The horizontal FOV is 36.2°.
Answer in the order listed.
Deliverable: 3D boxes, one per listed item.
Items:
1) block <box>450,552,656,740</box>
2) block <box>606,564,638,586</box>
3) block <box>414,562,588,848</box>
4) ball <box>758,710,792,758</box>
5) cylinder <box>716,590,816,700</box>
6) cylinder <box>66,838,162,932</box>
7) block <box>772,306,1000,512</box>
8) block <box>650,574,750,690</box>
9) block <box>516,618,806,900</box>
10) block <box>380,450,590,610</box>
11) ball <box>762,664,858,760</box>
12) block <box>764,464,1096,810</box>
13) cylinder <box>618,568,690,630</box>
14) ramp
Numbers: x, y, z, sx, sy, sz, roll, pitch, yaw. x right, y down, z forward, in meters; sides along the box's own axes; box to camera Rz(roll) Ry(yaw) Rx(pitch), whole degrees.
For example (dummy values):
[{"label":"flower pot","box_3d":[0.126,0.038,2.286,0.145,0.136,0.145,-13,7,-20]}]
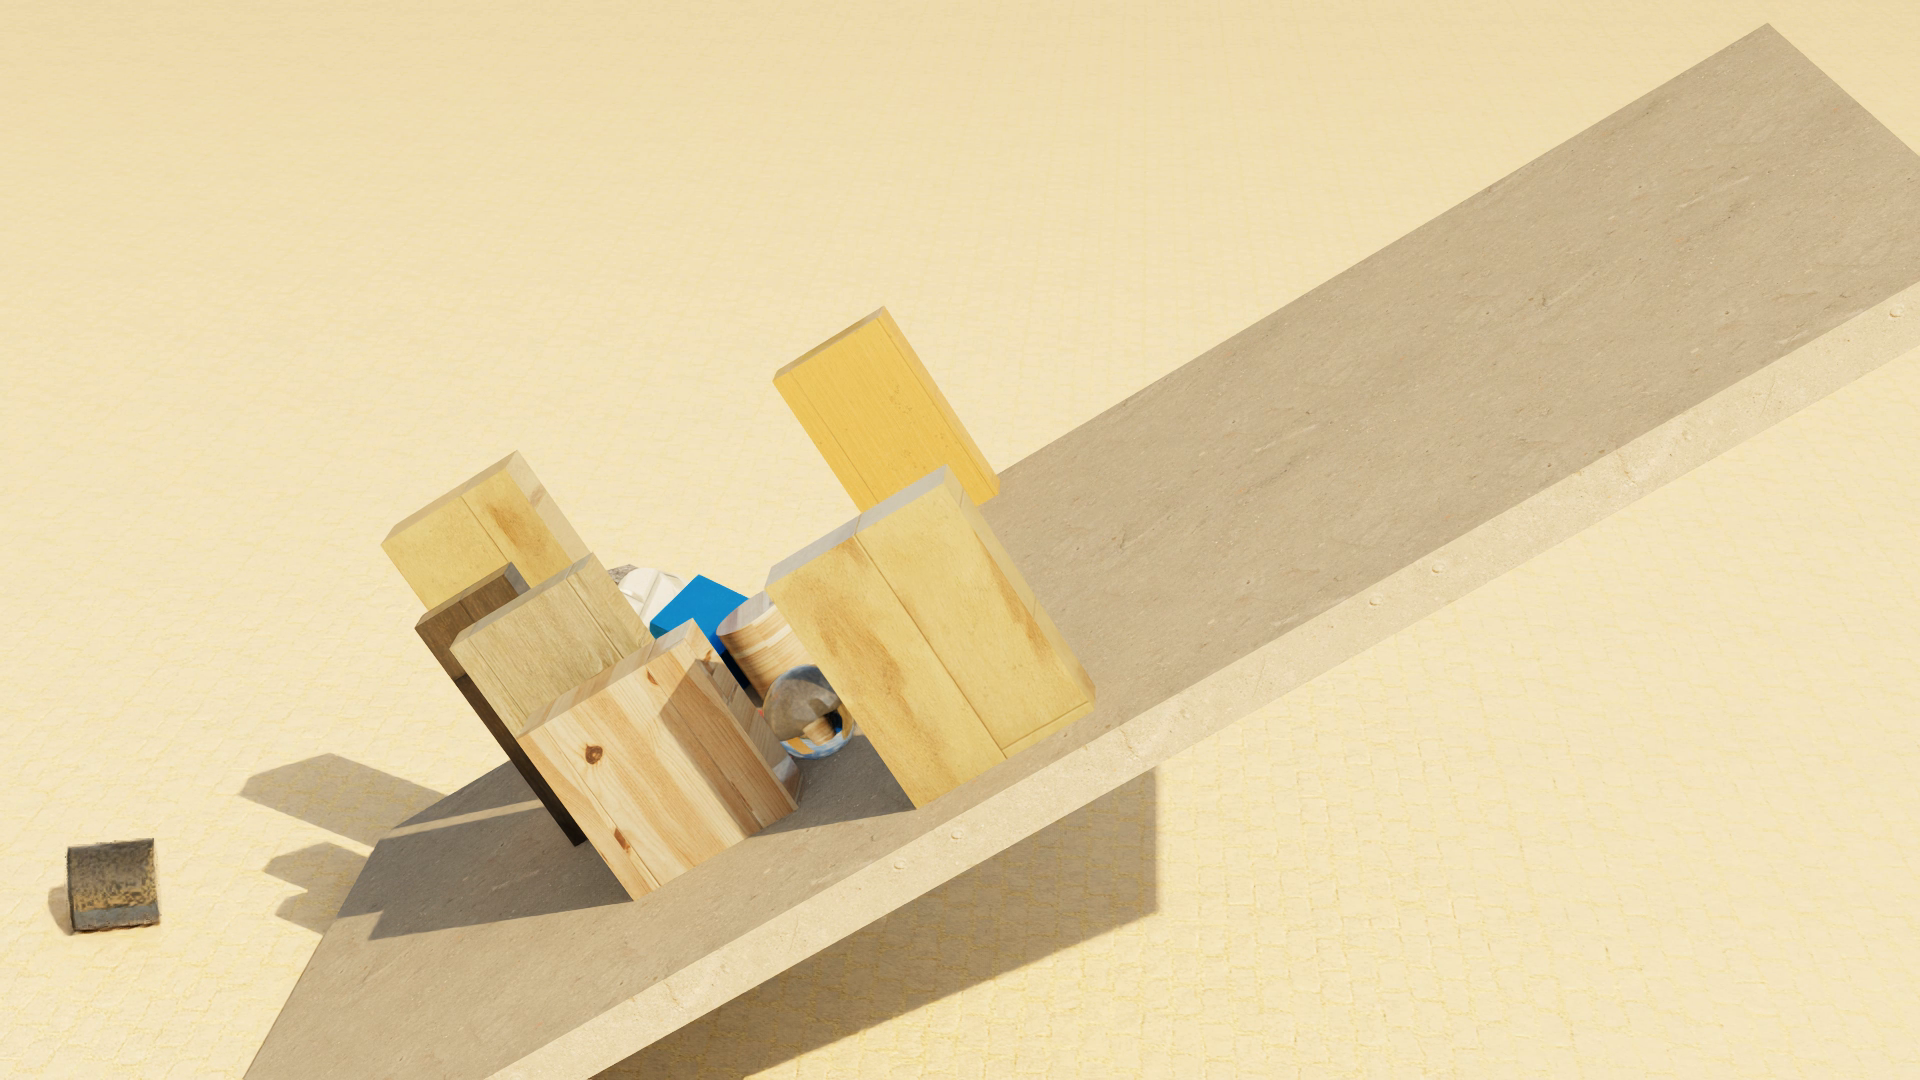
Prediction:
[{"label":"block","box_3d":[-0.748,0.366,6.174,0.346,0.601,0.094,-30,15,13]},{"label":"block","box_3d":[-1.069,0.167,9.404,0.127,0.127,0.127,-17,26,-38]},{"label":"block","box_3d":[-0.922,0.366,6.509,0.243,0.615,0.081,-30,15,13]},{"label":"ball","box_3d":[-0.419,0.429,6.178,0.144,0.144,0.144,0,20,0]},{"label":"cylinder","box_3d":[-0.418,0.236,6.676,0.197,0.197,0.197,-31,15,9]},{"label":"cylinder","box_3d":[-2.115,0.863,7.359,0.210,0.210,0.210,-5,20,-13]},{"label":"block","box_3d":[-0.175,-0.260,7.091,0.311,0.520,0.096,-30,15,13]},{"label":"block","box_3d":[-0.585,0.243,6.850,0.195,0.195,0.195,24,46,21]},{"label":"block","box_3d":[-0.603,0.447,5.971,0.407,0.418,0.136,-30,15,13]},{"label":"block","box_3d":[-0.991,0.197,6.943,0.361,0.739,0.140,-30,15,13]},{"label":"ball","box_3d":[-0.308,0.354,6.070,0.200,0.200,0.200,0,20,0]},{"label":"block","box_3d":[-0.052,0.182,5.452,0.390,0.518,0.114,-30,15,13]},{"label":"cylinder","box_3d":[-0.712,0.151,6.938,0.156,0.156,0.156,8,-5,20]},{"label":"ramp","box_3d":[0.140,0.170,6.292,4.000,0.100,2.000,-30,15,13]}]
